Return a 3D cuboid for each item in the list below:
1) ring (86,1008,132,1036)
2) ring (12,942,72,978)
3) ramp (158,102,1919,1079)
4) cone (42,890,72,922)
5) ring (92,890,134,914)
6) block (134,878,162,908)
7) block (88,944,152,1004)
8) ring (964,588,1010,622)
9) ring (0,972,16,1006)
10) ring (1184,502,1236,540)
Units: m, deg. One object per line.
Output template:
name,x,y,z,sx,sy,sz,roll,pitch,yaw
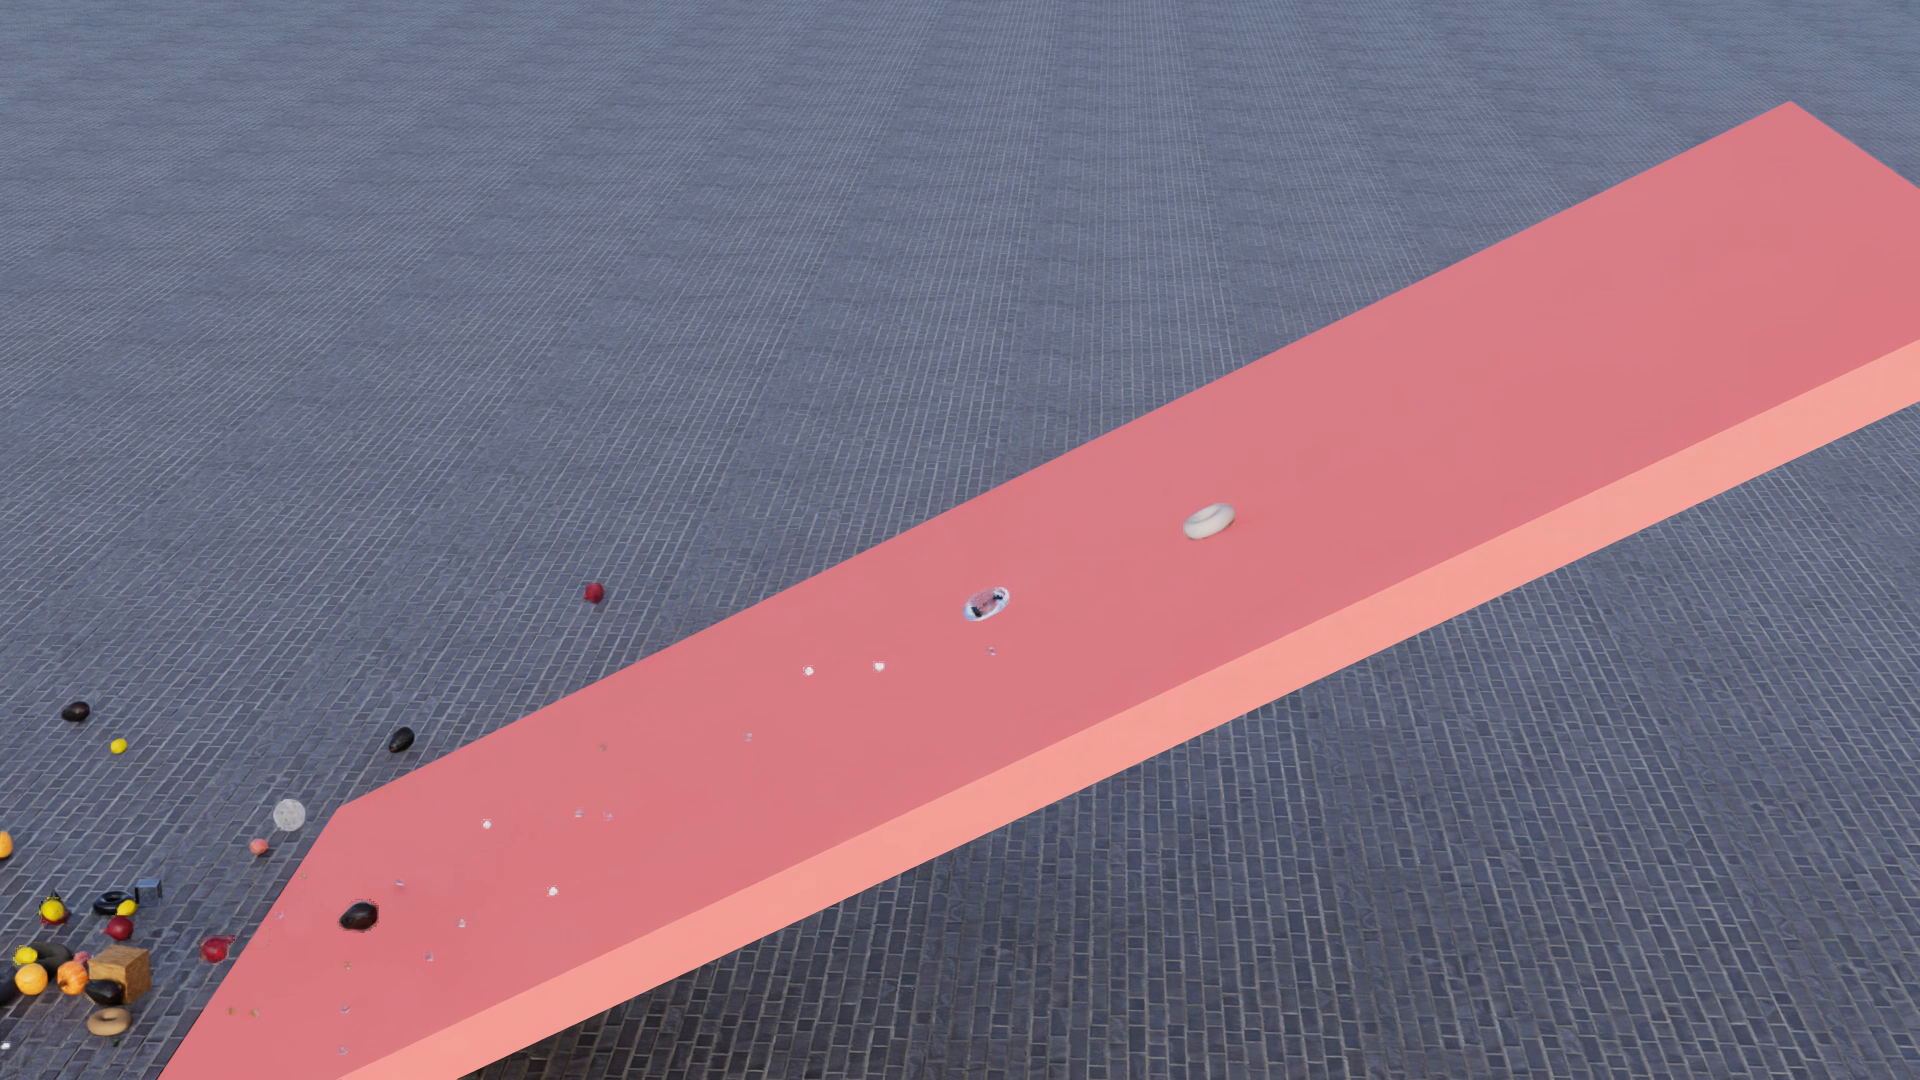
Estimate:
ring,-1.899,1.076,6.570,0.098,0.033,0.098,-1,18,0
ring,-2.140,0.981,6.861,0.135,0.045,0.135,1,18,0
ramp,0.140,0.167,6.281,4.000,0.100,2.000,-26,14,10
cone,-2.199,0.879,7.146,0.071,0.071,0.071,0,17,0
ring,-2.070,0.886,7.190,0.098,0.033,0.098,0,18,0
block,-1.992,0.866,7.221,0.052,0.052,0.052,-1,17,-2
block,-1.921,0.994,6.729,0.096,0.096,0.096,5,18,17
ring,0.057,0.137,6.269,0.108,0.036,0.108,-26,15,7
ring,-2.224,1.029,6.697,0.147,0.049,0.147,-1,18,0
ring,0.511,-0.039,6.013,0.112,0.037,0.112,-26,15,7
